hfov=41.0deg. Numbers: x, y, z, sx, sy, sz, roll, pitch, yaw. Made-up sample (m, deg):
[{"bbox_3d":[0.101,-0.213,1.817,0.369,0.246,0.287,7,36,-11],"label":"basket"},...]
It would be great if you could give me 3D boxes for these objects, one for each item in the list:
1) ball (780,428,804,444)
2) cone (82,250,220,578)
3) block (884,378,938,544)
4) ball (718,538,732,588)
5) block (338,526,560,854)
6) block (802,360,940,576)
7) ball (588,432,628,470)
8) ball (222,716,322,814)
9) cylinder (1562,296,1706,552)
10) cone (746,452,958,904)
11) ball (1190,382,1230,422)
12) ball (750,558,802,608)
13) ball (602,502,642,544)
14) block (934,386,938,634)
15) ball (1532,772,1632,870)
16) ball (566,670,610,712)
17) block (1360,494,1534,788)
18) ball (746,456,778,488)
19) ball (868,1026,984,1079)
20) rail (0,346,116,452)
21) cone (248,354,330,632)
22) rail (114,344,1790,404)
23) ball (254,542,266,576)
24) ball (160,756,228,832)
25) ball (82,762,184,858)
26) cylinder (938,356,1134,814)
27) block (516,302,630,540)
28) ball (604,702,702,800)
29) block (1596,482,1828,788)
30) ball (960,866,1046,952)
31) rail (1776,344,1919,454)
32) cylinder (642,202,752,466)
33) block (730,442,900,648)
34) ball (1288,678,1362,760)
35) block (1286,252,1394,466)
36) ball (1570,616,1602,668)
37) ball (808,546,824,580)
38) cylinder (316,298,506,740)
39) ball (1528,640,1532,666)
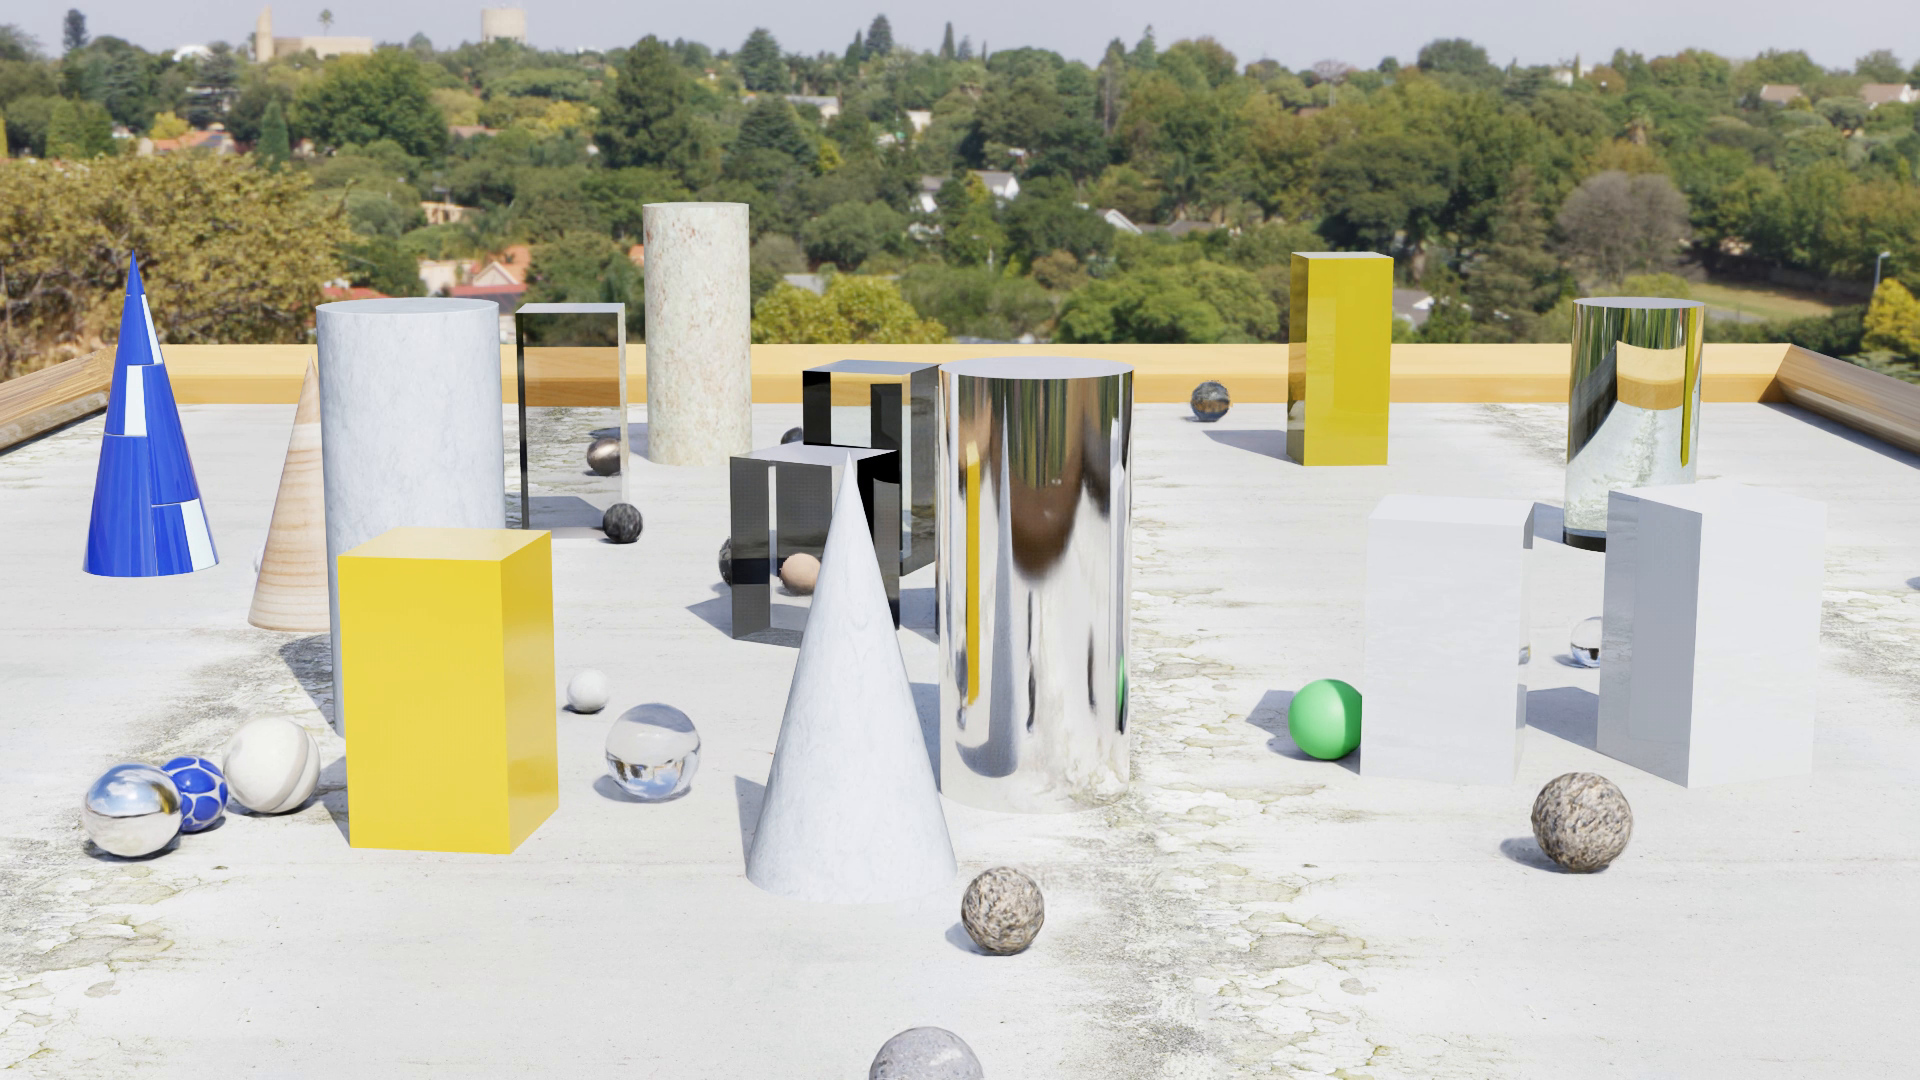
[{"bbox_3d":[-0.304,-0.179,4.773,0.061,0.061,0.061,0,11,0],"label":"ball"},{"bbox_3d":[-1.192,-0.192,3.739,0.195,0.464,0.195,0,11,0],"label":"cone"},{"bbox_3d":[-0.032,-0.125,4.000,0.156,0.236,0.156,-1,11,-8],"label":"block"},{"bbox_3d":[-0.294,0.031,3.568,0.088,0.088,0.088,0,11,0],"label":"ball"},{"bbox_3d":[-0.486,0.140,2.455,0.156,0.279,0.156,2,11,8],"label":"block"},{"bbox_3d":[-0.126,-0.109,3.763,0.156,0.291,0.156,4,11,21],"label":"block"},{"bbox_3d":[-0.637,-0.160,4.646,0.069,0.069,0.069,0,11,0],"label":"ball"},{"bbox_3d":[-0.677,0.221,2.525,0.095,0.095,0.095,0,11,0],"label":"ball"},{"bbox_3d":[1.027,-0.177,3.917,0.195,0.370,0.195,0,11,0],"label":"cylinder"},{"bbox_3d":[-0.099,0.111,2.314,0.195,0.388,0.195,0,11,0],"label":"cone"},{"bbox_3d":[0.516,-0.285,5.286,0.083,0.083,0.083,0,11,0],"label":"ball"},{"bbox_3d":[-0.248,0.058,3.471,0.070,0.070,0.070,0,11,0],"label":"ball"},{"bbox_3d":[-0.519,-0.026,3.948,0.062,0.062,0.062,0,11,0],"label":"ball"},{"bbox_3d":[0.062,-0.027,3.244,0.156,0.321,0.156,-3,11,-13],"label":"block"},{"bbox_3d":[0.569,0.257,2.348,0.090,0.090,0.090,0,11,0],"label":"ball"},{"bbox_3d":[-0.423,0.173,2.916,0.048,0.048,0.048,0,11,0],"label":"ball"},{"bbox_3d":[0.511,0.101,2.687,0.156,0.271,0.156,3,11,16],"label":"block"},{"bbox_3d":[-0.344,-0.117,4.456,0.055,0.055,0.055,0,11,0],"label":"ball"},{"bbox_3d":[-0.023,0.372,1.752,0.080,0.080,0.080,0,11,0],"label":"ball"},{"bbox_3d":[-1.794,0.034,3.439,0.045,0.126,4.315,0,11,0],"label":"rail"},{"bbox_3d":[-0.851,-0.072,3.394,0.195,0.353,0.195,0,11,0],"label":"cone"},{"bbox_3d":[-0.012,-0.357,5.547,3.636,0.126,0.045,0,11,0],"label":"rail"},{"bbox_3d":[-0.959,0.032,3.612,0.069,0.069,0.069,0,11,0],"label":"ball"},{"bbox_3d":[-0.741,0.243,2.462,0.074,0.074,0.074,0,11,0],"label":"ball"},{"bbox_3d":[-0.767,0.251,2.381,0.089,0.089,0.089,0,11,0],"label":"ball"},{"bbox_3d":[0.076,0.041,2.578,0.195,0.430,0.195,0,11,0],"label":"cylinder"},{"bbox_3d":[-0.606,-0.189,4.030,0.156,0.352,0.156,-1,11,-3],"label":"block"},{"bbox_3d":[-0.307,0.211,2.572,0.097,0.097,0.097,0,11,0],"label":"ball"},{"bbox_3d":[0.784,0.095,2.686,0.156,0.284,0.156,-4,11,-21],"label":"block"},{"bbox_3d":[0.036,0.307,2.130,0.070,0.070,0.070,0,11,0],"label":"ball"},{"bbox_3d":[1.794,0.031,3.459,0.045,0.126,4.315,0,11,0],"label":"rail"},{"bbox_3d":[-0.485,-0.384,4.754,0.195,0.471,0.195,0,11,0],"label":"cylinder"},{"bbox_3d":[-0.185,0.006,3.294,0.156,0.237,0.156,6,12,30],"label":"block"},{"bbox_3d":[0.390,0.189,2.720,0.086,0.086,0.086,0,11,0],"label":"ball"},{"bbox_3d":[0.702,-0.337,4.751,0.156,0.380,0.156,-1,11,-5],"label":"block"},{"bbox_3d":[0.777,0.125,3.135,0.062,0.062,0.062,0,11,0],"label":"ball"},{"bbox_3d":[-0.185,0.036,3.622,0.058,0.058,0.058,0,11,0],"label":"ball"},{"bbox_3d":[-0.598,-0.024,2.820,0.195,0.468,0.195,0,11,0],"label":"cylinder"},{"bbox_3d":[0.626,0.133,3.015,0.089,0.089,0.089,0,11,0],"label":"ball"}]
